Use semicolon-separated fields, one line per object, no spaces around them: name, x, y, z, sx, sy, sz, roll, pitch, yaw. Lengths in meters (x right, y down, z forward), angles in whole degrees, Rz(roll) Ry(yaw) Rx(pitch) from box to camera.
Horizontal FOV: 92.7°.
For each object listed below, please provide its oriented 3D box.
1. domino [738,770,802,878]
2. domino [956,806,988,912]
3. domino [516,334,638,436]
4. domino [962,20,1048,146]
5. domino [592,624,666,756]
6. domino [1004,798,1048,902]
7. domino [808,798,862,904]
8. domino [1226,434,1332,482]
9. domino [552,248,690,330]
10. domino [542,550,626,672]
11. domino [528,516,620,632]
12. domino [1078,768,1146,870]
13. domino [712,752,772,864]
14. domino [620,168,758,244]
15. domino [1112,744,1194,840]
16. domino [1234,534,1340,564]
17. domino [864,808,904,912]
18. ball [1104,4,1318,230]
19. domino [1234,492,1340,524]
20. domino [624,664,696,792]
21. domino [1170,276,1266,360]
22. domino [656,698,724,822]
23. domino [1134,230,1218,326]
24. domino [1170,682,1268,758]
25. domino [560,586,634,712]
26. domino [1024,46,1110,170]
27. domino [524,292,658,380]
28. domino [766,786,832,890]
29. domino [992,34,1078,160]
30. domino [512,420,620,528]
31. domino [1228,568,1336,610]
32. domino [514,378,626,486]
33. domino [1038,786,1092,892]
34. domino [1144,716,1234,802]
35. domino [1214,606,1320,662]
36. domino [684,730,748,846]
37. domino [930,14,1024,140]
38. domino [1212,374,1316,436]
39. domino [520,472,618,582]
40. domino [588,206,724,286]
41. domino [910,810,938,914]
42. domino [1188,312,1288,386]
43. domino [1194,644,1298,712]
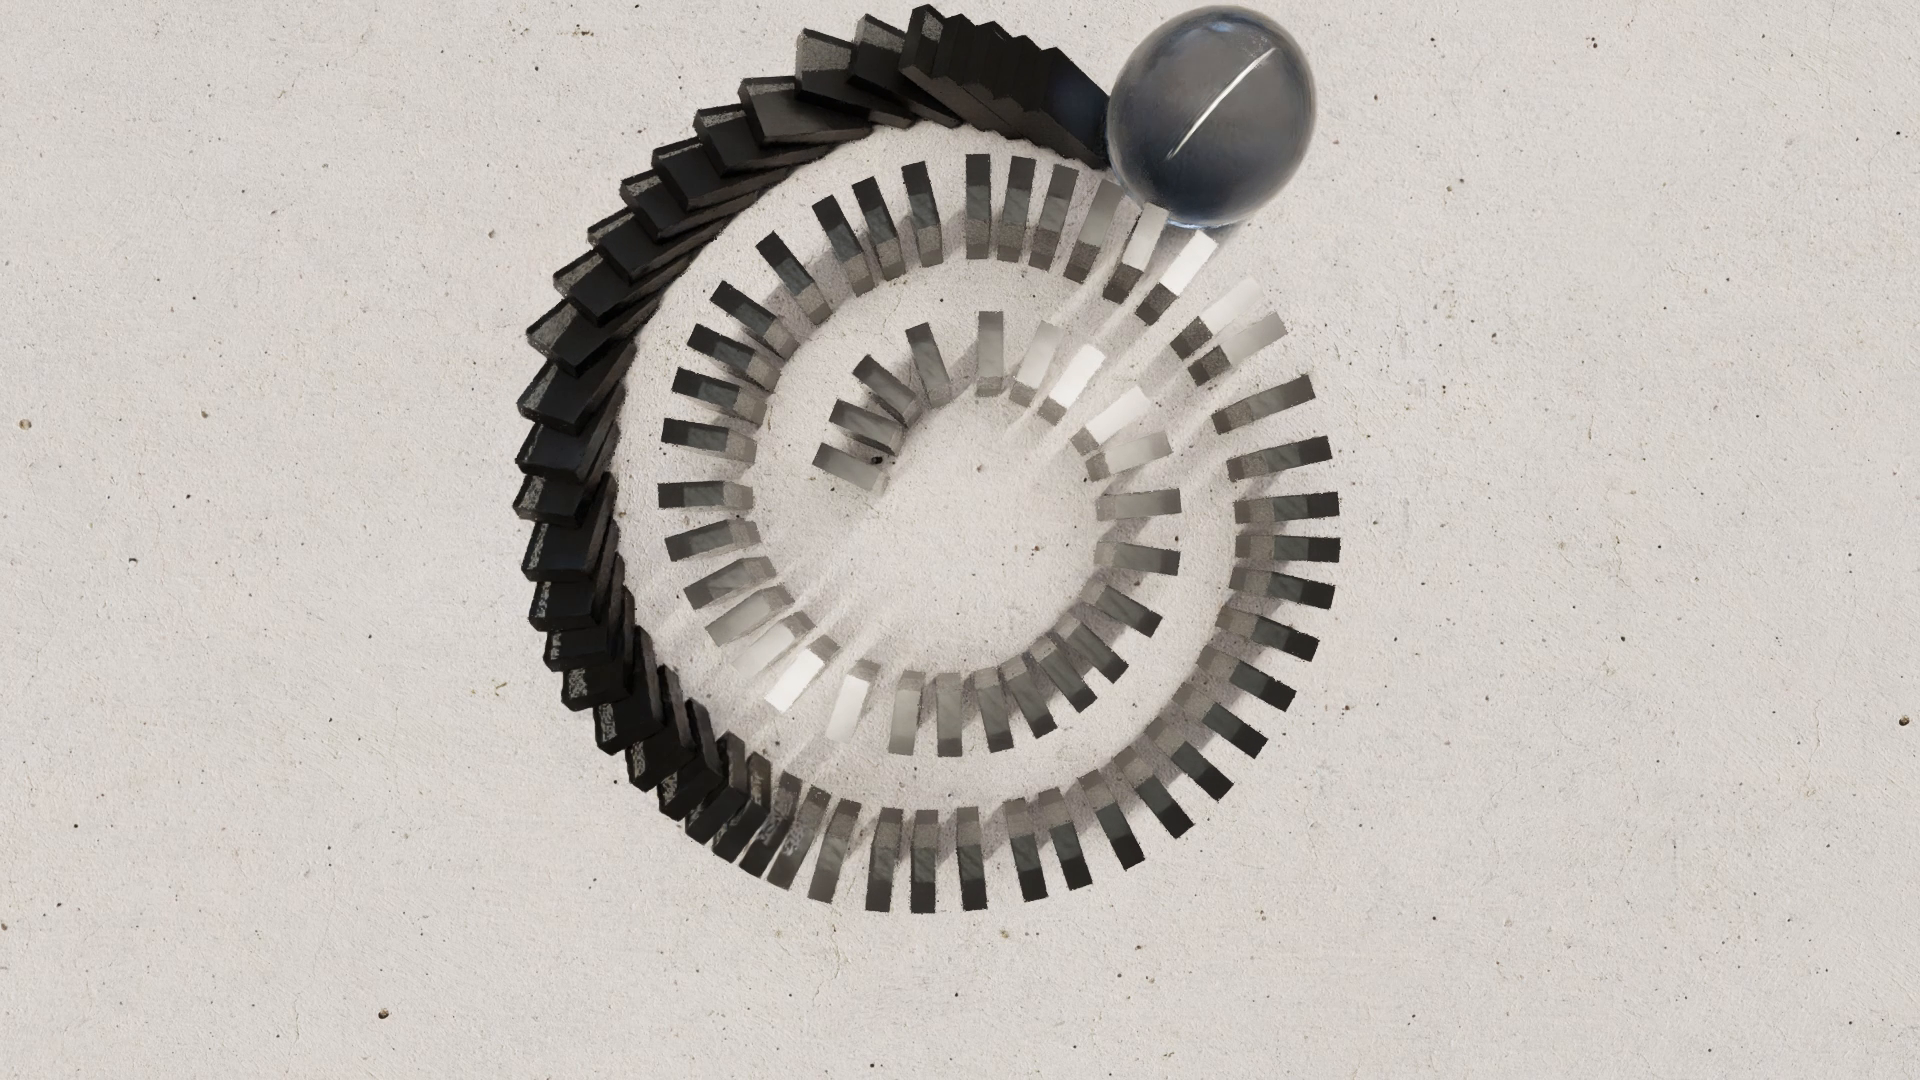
domino;-0.077;0.115;0.375;0.010;0.050;0.025;31;90;-7
domino;0.005;0.129;0.375;0.010;0.050;0.025;-6;90;0
domino;-0.159;-0.069;0.383;0.025;0.010;0.050;20;60;2
domino;0.024;-0.187;0.379;0.010;0.050;0.025;14;90;43
domino;-0.139;0.061;0.380;0.025;0.009;0.050;-27;48;0
domino;0.026;0.125;0.375;0.009;0.050;0.025;-13;90;0
domino;-0.051;0.126;0.375;0.010;0.050;0.025;15;90;0
domino;0.129;-0.033;0.375;0.025;0.050;0.009;-13;90;0
domino;-0.141;-0.113;0.384;0.025;0.010;0.050;43;63;0
domino;-0.155;0.029;0.381;0.025;0.009;0.050;-10;52;0
domino;-0.160;0.013;0.381;0.025;0.010;0.050;-5;52;1
domino;0.061;0.113;0.375;0.010;0.050;0.025;-27;90;0
domino;-0.089;0.108;0.375;0.009;0.050;0.025;37;90;-14
domino;-0.113;-0.145;0.383;0.050;0.009;0.025;-37;90;-31
domino;0.078;0.102;0.375;0.010;0.050;0.025;-39;90;0
domino;0.133;0.003;0.375;0.025;0.050;0.010;3;90;0
domino;-0.030;0.130;0.375;0.010;0.050;0.025;6;90;0
ball;0.097;-0.164;0.360;0.080;0.080;0.080;0;90;0
domino;0.132;-0.013;0.375;0.025;0.050;0.009;-5;90;0
domino;-0.126;0.077;0.378;0.025;0.050;0.010;-36;131;0
domino;0.104;-0.090;0.375;0.025;0.050;0.010;-38;90;0
domino;-0.113;0.089;0.376;0.025;0.050;0.010;-43;123;0
domino;0.087;-0.106;0.375;0.010;0.050;0.025;38;90;0
domino;0.105;0.073;0.375;0.025;0.050;0.010;35;90;0
domino;-0.150;0.044;0.381;0.025;0.009;0.050;-15;52;0
domino;0.048;-0.177;0.379;0.010;0.050;0.025;14;90;43
domino;-0.153;-0.093;0.384;0.025;0.009;0.050;36;62;0
domino;-0.065;0.121;0.375;0.010;0.050;0.025;26;90;-2
domino;0.036;-0.182;0.379;0.009;0.050;0.025;14;90;43
domino;-0.164;-0.030;0.383;0.025;0.010;0.050;10;60;0
domino;0.130;0.019;0.375;0.025;0.050;0.009;13;90;0
domino;-0.162;-0.048;0.383;0.025;0.009;0.050;11;60;1
domino;0.042;0.121;0.375;0.010;0.050;0.025;-18;90;0
domino;0.092;0.088;0.375;0.025;0.050;0.009;42;90;0
domino;0.124;0.038;0.375;0.025;0.050;0.009;22;90;0
domino;-0.100;0.100;0.375;0.010;0.050;0.025;43;90;-20
domino;0.011;-0.190;0.379;0.009;0.050;0.025;14;90;43
domino;0.123;-0.054;0.375;0.025;0.050;0.009;-20;90;0
domino;-0.162;-0.006;0.382;0.025;0.010;0.050;0;55;0
domino;-0.127;-0.130;0.385;0.025;0.010;0.050;47;63;0
domino;-0.014;0.130;0.375;0.010;0.050;0.025;0;90;0
domino;0.112;-0.077;0.375;0.025;0.050;0.010;-30;90;0
domino;0.116;0.056;0.375;0.025;0.050;0.009;29;90;0
